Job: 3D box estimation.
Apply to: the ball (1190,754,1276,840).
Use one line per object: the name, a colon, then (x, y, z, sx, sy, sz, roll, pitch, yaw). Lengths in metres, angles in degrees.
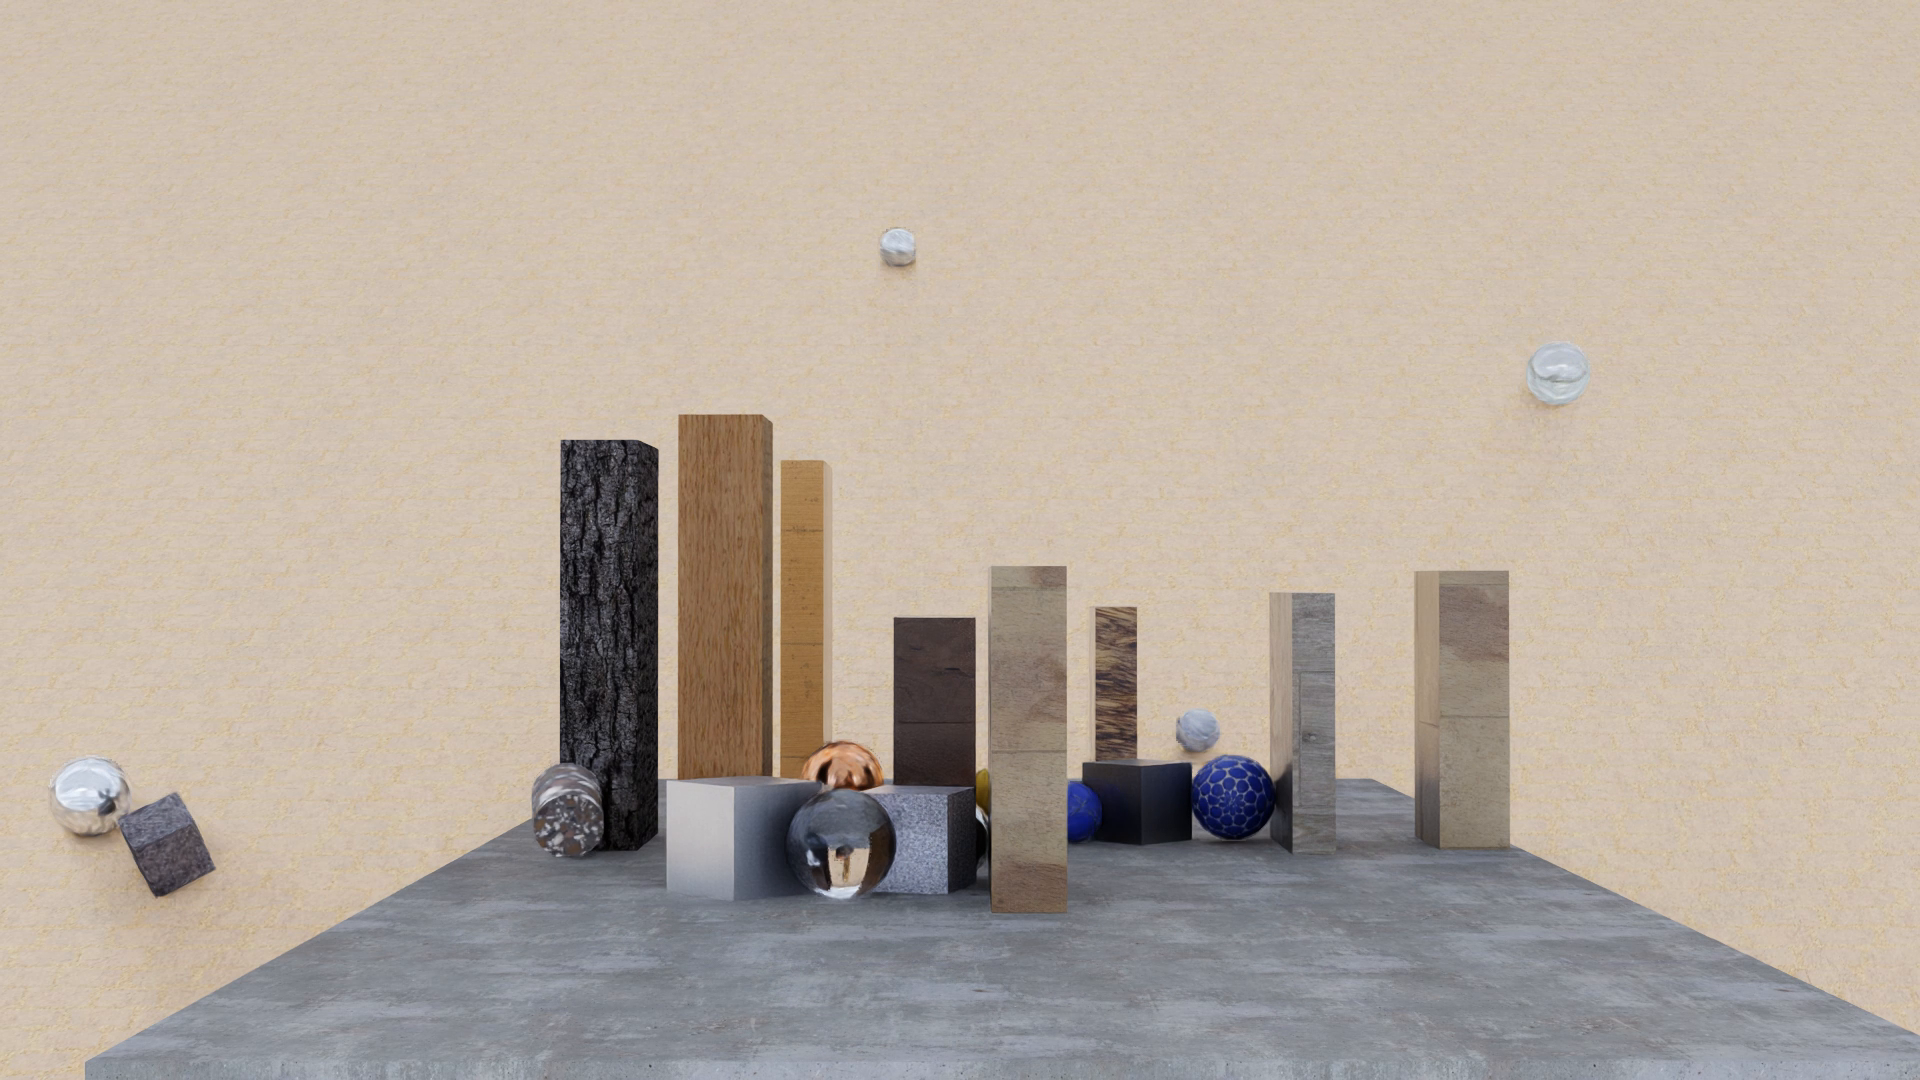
ball: (0.537, 0.504, 5.101, 0.167, 0.167, 0.167, 0, 33, 0)

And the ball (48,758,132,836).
ball: (-2.231, 0.659, 6.653, 0.202, 0.202, 0.202, 0, 33, 0)

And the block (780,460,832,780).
block: (-0.349, 0.217, 5.922, 0.095, 0.780, 0.401, 0, -1, 0)

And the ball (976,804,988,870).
ball: (-0.010, 0.513, 4.466, 0.137, 0.137, 0.137, 0, 33, 0)

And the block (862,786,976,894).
block: (-0.074, 0.498, 4.329, 0.162, 0.162, 0.162, -1, -1, 17)

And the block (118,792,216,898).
block: (-1.989, 0.764, 6.498, 0.159, 0.159, 0.159, -26, 36, -21)

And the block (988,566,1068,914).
block: (0.106, 0.311, 4.212, 0.116, 0.534, 0.441, 0, -1, 0)

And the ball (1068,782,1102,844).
ball: (0.220, 0.533, 5.067, 0.118, 0.118, 0.118, 0, 33, 0)

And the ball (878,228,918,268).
ball: (-0.225, -1.057, 9.379, 0.140, 0.140, 0.140, 0, 33, 0)

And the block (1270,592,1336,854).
block: (0.661, 0.347, 5.022, 0.080, 0.489, 0.352, 0, -1, 0)

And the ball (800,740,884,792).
ball: (-0.247, 0.510, 5.437, 0.177, 0.177, 0.177, 0, 33, 0)

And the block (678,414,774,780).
block: (-0.407, 0.186, 4.520, 0.143, 0.794, 0.252, 0, -1, 0)

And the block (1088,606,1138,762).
block: (0.316, 0.367, 5.368, 0.084, 0.459, 0.255, 0, -1, 0)

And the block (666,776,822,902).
block: (-0.354, 0.487, 4.260, 0.182, 0.182, 0.182, 1, -1, -42)

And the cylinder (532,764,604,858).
cylinder: (-0.732, 0.504, 4.839, 0.130, 0.130, 0.130, -6, 23, -9)

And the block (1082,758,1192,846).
block: (0.350, 0.516, 5.130, 0.153, 0.153, 0.153, -1, -1, 45)

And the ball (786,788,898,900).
ball: (-0.190, 0.488, 4.166, 0.177, 0.177, 0.177, 0, 33, 0)

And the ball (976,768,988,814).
ball: (0.063, 0.530, 5.276, 0.131, 0.131, 0.131, 0, 33, 0)

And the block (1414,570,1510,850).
block: (0.979, 0.326, 5.071, 0.134, 0.532, 0.271, 0, -1, 0)

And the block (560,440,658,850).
block: (-0.687, 0.202, 5.103, 0.147, 0.781, 0.346, 0, -1, 0)

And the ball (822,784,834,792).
ball: (-0.278, 0.536, 5.102, 0.114, 0.114, 0.114, 0, 33, 0)

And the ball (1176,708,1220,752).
ball: (0.640, 0.510, 6.961, 0.119, 0.119, 0.119, 0, 33, 0)

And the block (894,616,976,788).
block: (-0.046, 0.365, 4.830, 0.148, 0.446, 0.326, 0, -1, 0)

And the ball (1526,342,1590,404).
ball: (1.965, -0.547, 8.525, 0.206, 0.206, 0.206, 0, 33, 0)

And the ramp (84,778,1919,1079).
ramp: (0.073, 0.637, 4.745, 2.000, 0.100, 4.000, 0, -1, 0)
